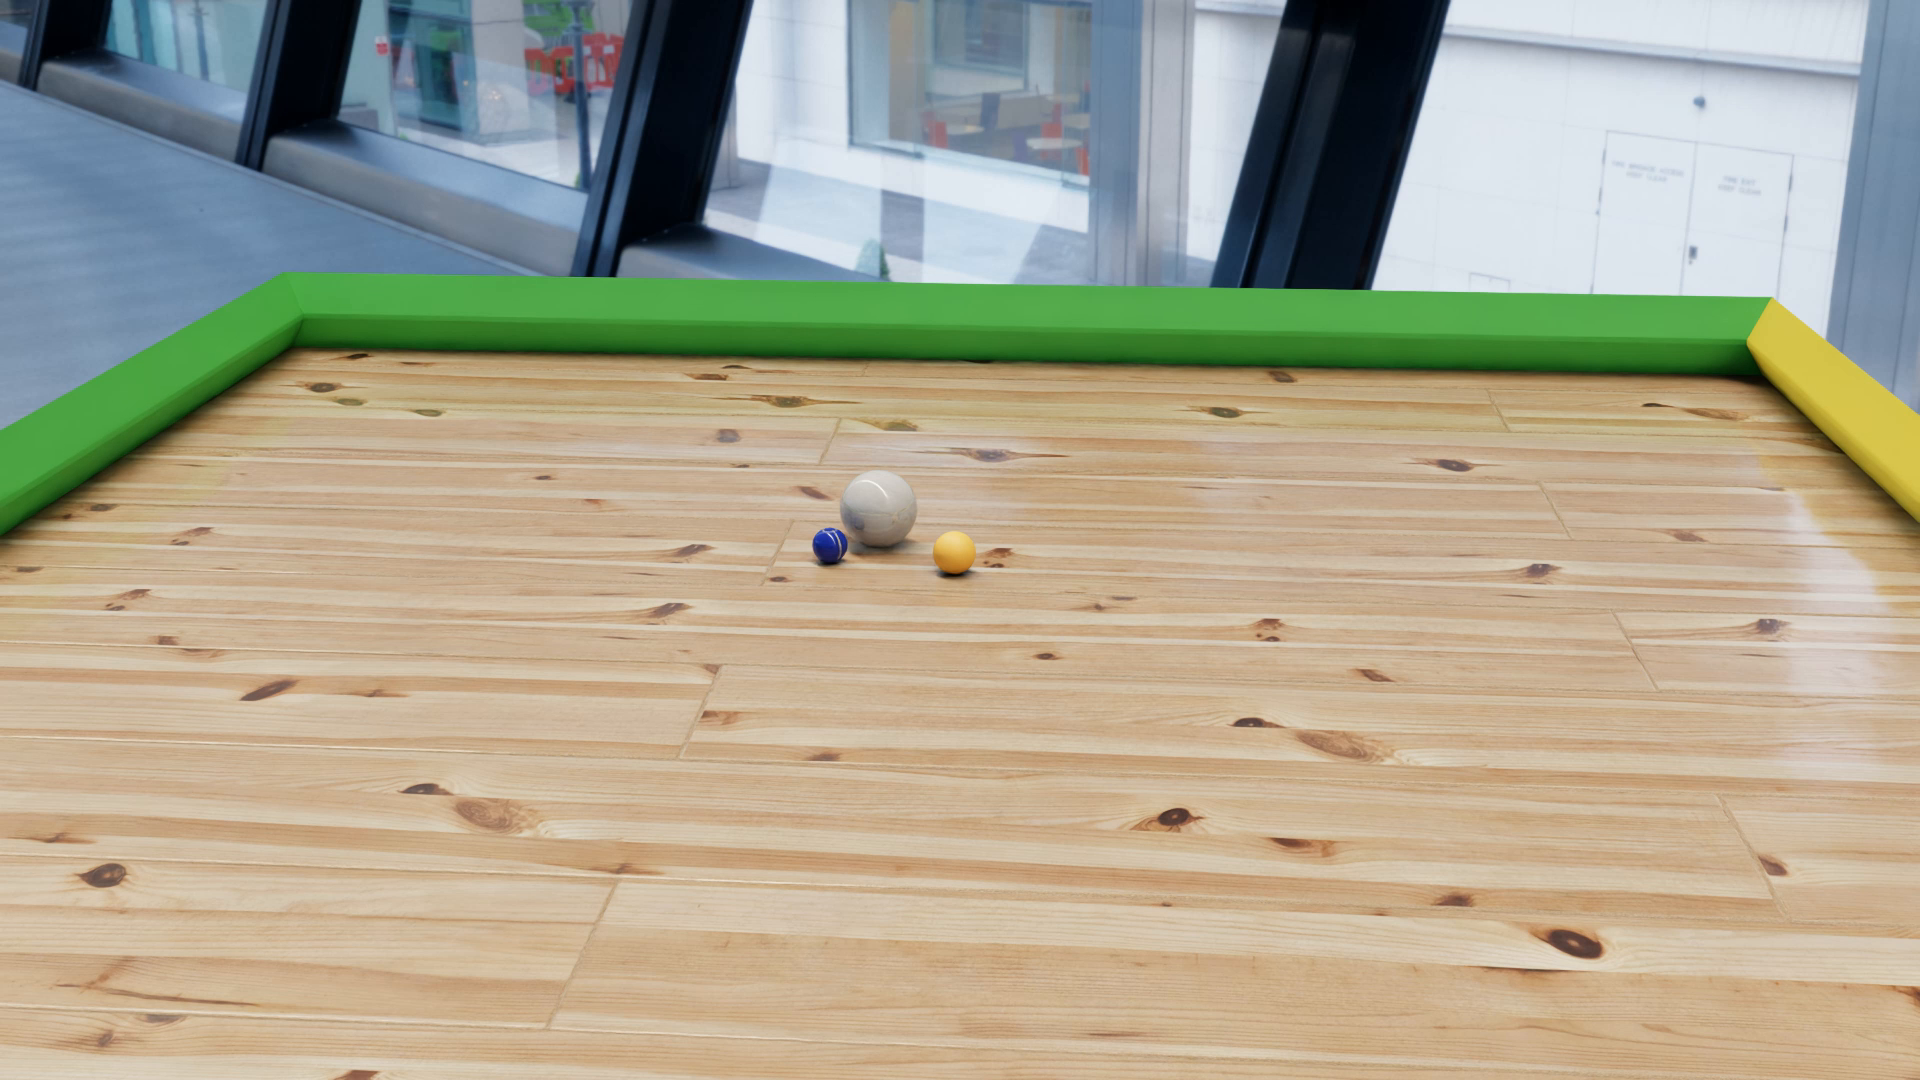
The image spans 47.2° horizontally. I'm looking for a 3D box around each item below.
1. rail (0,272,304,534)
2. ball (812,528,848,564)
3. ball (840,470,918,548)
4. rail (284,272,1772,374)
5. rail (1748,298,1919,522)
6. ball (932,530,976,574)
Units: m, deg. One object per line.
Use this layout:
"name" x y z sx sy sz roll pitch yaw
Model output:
"rail" -1.286 0.270 1.800 0.045 0.128 4.123 1 19 4
"ball" -0.160 0.007 2.706 0.044 0.044 0.044 0 19 0
"ball" -0.102 -0.039 2.755 0.098 0.098 0.098 0 19 0
"rail" 0.080 -0.354 3.633 2.465 0.128 0.045 1 19 4
"rail" 1.123 0.331 1.619 0.045 0.128 4.123 1 19 4
"ball" -0.007 0.015 2.667 0.052 0.052 0.052 0 19 0
